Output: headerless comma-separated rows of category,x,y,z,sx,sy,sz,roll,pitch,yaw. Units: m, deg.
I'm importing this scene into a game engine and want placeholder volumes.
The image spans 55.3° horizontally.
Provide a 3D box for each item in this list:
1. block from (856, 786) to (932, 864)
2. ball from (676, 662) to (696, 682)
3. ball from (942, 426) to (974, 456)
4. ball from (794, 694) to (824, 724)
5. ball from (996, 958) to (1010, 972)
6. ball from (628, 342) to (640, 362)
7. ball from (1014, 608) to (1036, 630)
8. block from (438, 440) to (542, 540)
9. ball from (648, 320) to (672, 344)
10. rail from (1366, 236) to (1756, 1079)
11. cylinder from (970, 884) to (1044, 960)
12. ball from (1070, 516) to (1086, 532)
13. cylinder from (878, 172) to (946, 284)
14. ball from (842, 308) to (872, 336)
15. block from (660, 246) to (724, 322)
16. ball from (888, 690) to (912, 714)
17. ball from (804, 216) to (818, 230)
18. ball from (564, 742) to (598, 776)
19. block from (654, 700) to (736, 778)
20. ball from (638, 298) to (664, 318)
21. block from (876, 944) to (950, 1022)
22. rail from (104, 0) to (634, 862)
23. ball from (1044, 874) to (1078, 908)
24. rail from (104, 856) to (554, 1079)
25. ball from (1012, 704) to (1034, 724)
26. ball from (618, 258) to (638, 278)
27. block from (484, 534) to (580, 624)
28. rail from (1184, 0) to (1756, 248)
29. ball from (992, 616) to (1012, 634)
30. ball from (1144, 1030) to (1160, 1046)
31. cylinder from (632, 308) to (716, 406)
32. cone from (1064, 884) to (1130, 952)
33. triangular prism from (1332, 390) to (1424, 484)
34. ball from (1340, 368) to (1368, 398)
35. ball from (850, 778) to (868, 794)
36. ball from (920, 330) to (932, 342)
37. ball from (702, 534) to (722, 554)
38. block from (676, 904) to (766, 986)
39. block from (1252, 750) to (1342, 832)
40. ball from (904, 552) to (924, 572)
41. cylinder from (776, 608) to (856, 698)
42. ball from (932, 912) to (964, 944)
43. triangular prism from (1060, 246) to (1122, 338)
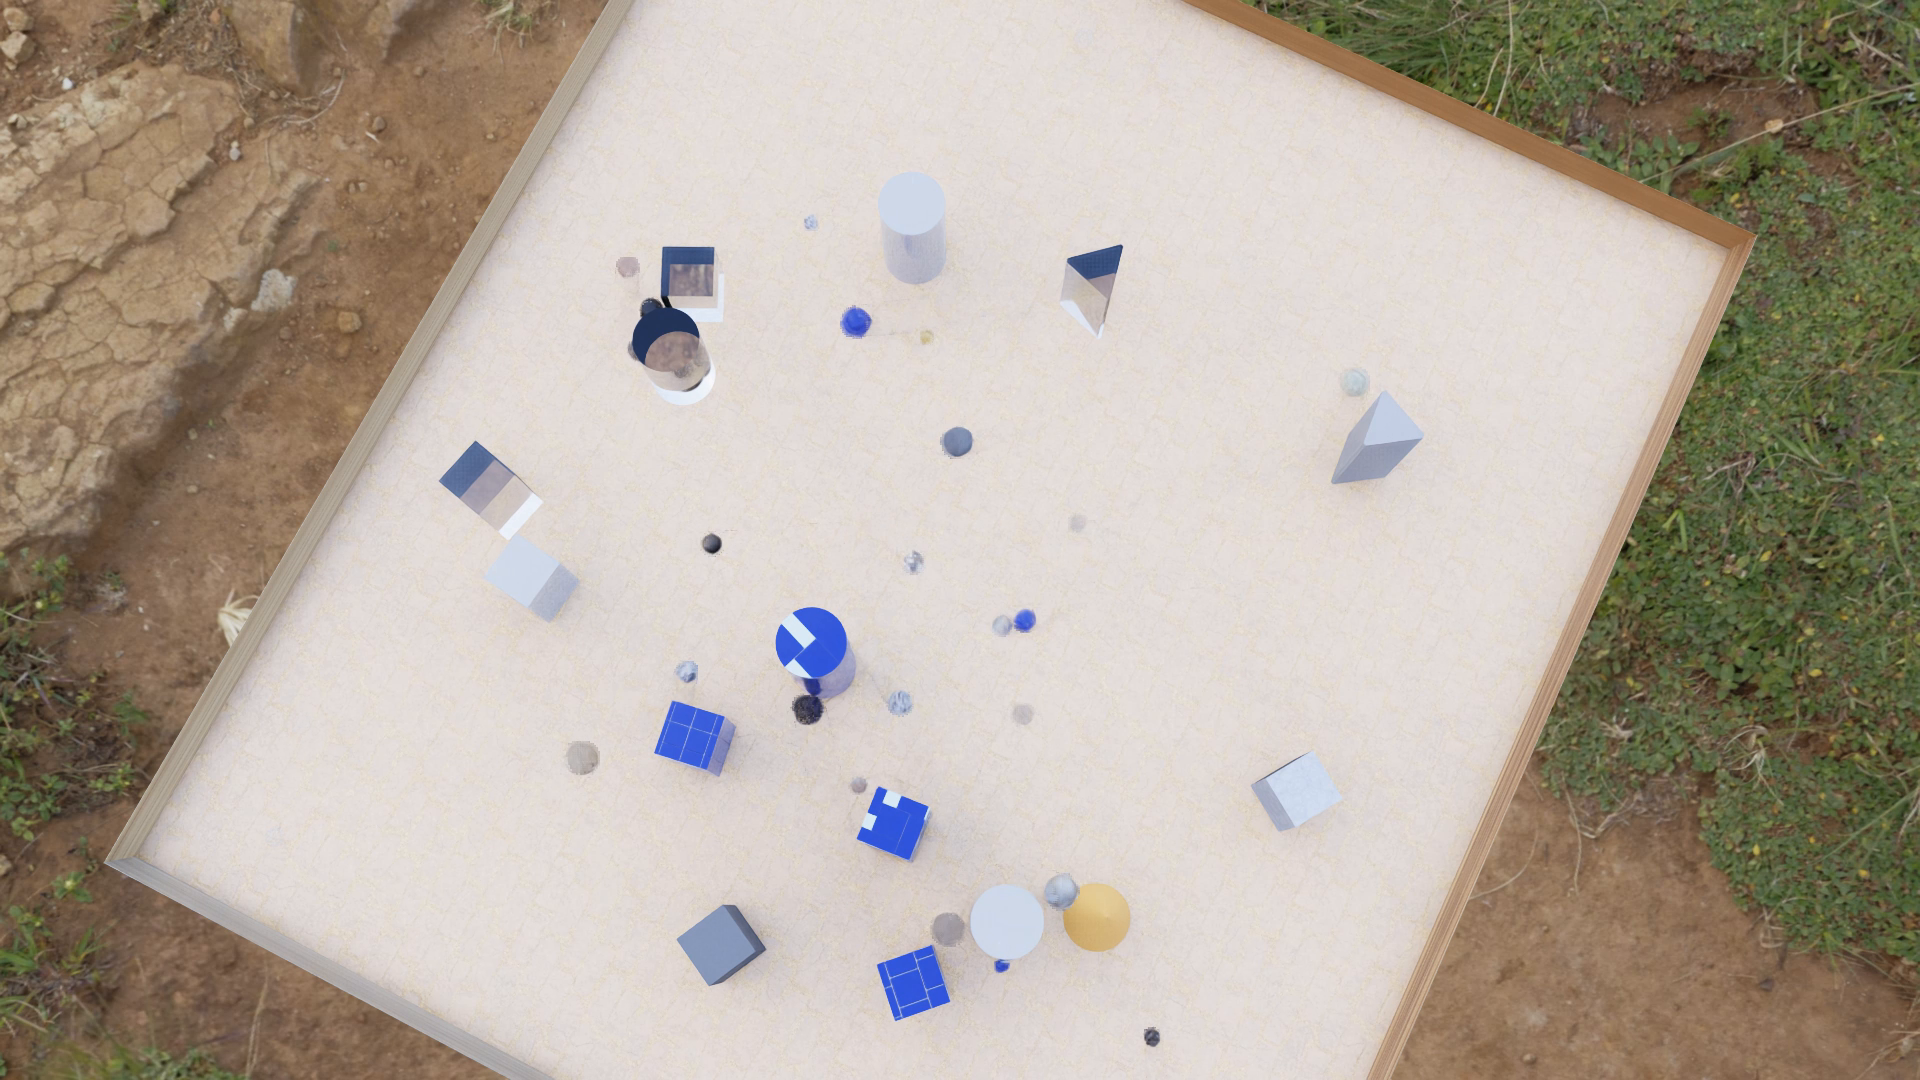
block,-0.186,0.825,5.287,0.159,0.311,0.159,21,79,4
ball,-0.820,0.397,5.504,0.060,0.060,0.060,0,78,0
ball,-0.006,-0.302,5.632,0.093,0.093,0.093,0,78,0
ball,-0.453,0.506,5.464,0.090,0.090,0.090,0,78,0
ball,0.123,1.239,5.339,0.042,0.042,0.042,0,78,0
ball,-0.991,-0.593,5.698,0.080,0.080,0.080,0,78,0
ball,0.198,0.240,5.533,0.066,0.066,0.066,0,78,0
block,-1.394,-0.144,5.464,0.159,0.357,0.159,39,81,7
ball,-0.938,-0.647,5.713,0.073,0.073,0.073,0,78,0
rail,1.574,0.778,5.389,0.045,0.129,3.926,26,80,5
cylinder,0.126,1.073,5.150,0.198,0.478,0.198,0,78,0
ball,0.359,-0.050,5.600,0.052,0.052,0.052,0,78,0
cylinder,-0.142,-0.947,5.595,0.198,0.426,0.198,0,78,0
ball,-0.321,-0.680,5.712,0.090,0.090,0.090,0,78,0
block,-0.824,-0.788,5.657,0.159,0.240,0.159,0,78,0
ball,-0.178,0.485,5.481,0.070,0.070,0.070,0,78,0
ball,-0.472,-1.006,5.802,0.046,0.046,0.046,0,78,0
ball,-1.123,0.649,5.432,0.099,0.099,0.099,0,78,0
block,-0.770,0.583,5.354,0.159,0.278,0.159,17,79,3
ball,-0.963,-0.718,5.725,0.078,0.078,0.078,0,78,0
block,-0.127,1.245,5.171,0.159,0.368,0.159,-19,79,-4
rail,-1.574,-0.764,5.708,0.045,0.129,3.926,26,80,5
ball,0.294,1.022,5.329,0.096,0.096,0.096,0,78,0
rail,-0.867,1.705,5.197,3.567,0.129,0.045,26,80,5
ball,0.188,0.521,5.477,0.062,0.062,0.062,0,78,0
ball,-1.045,-0.856,5.763,0.061,0.061,0.061,0,78,0
block,-1.268,0.117,5.444,0.159,0.291,0.159,33,80,6
rail,0.867,-1.692,5.900,3.567,0.129,0.045,26,80,5
ball,0.126,0.256,5.535,0.057,0.057,0.057,0,78,0
ball,0.556,1.439,5.295,0.047,0.047,0.047,0,78,0
cylinder,-0.863,-0.552,5.550,0.198,0.354,0.198,0,78,0
cone,0.402,1.068,5.190,0.198,0.402,0.198,0,78,0
triangular prism,1.220,-0.306,5.438,0.172,0.473,0.149,-8,78,-2
ball,1.221,-0.486,5.673,0.087,0.087,0.087,0,78,0
ball,-0.300,0.729,5.441,0.049,0.049,0.049,0,78,0
ball,-0.107,-0.637,5.727,0.041,0.041,0.041,0,78,0
ball,-0.755,0.012,5.582,0.063,0.063,0.063,0,78,0
block,-0.677,1.154,5.226,0.159,0.298,0.159,-36,81,-7
block,0.974,0.732,5.321,0.159,0.283,0.159,-30,80,-6
ball,-0.139,0.066,5.571,0.062,0.062,0.062,0,78,0
cylinder,-0.412,0.332,5.302,0.198,0.482,0.198,0,78,0
ball,-0.033,1.130,5.335,0.094,0.094,0.094,0,78,0
triangular prism,0.427,-0.780,5.584,0.172,0.381,0.149,44,82,8
